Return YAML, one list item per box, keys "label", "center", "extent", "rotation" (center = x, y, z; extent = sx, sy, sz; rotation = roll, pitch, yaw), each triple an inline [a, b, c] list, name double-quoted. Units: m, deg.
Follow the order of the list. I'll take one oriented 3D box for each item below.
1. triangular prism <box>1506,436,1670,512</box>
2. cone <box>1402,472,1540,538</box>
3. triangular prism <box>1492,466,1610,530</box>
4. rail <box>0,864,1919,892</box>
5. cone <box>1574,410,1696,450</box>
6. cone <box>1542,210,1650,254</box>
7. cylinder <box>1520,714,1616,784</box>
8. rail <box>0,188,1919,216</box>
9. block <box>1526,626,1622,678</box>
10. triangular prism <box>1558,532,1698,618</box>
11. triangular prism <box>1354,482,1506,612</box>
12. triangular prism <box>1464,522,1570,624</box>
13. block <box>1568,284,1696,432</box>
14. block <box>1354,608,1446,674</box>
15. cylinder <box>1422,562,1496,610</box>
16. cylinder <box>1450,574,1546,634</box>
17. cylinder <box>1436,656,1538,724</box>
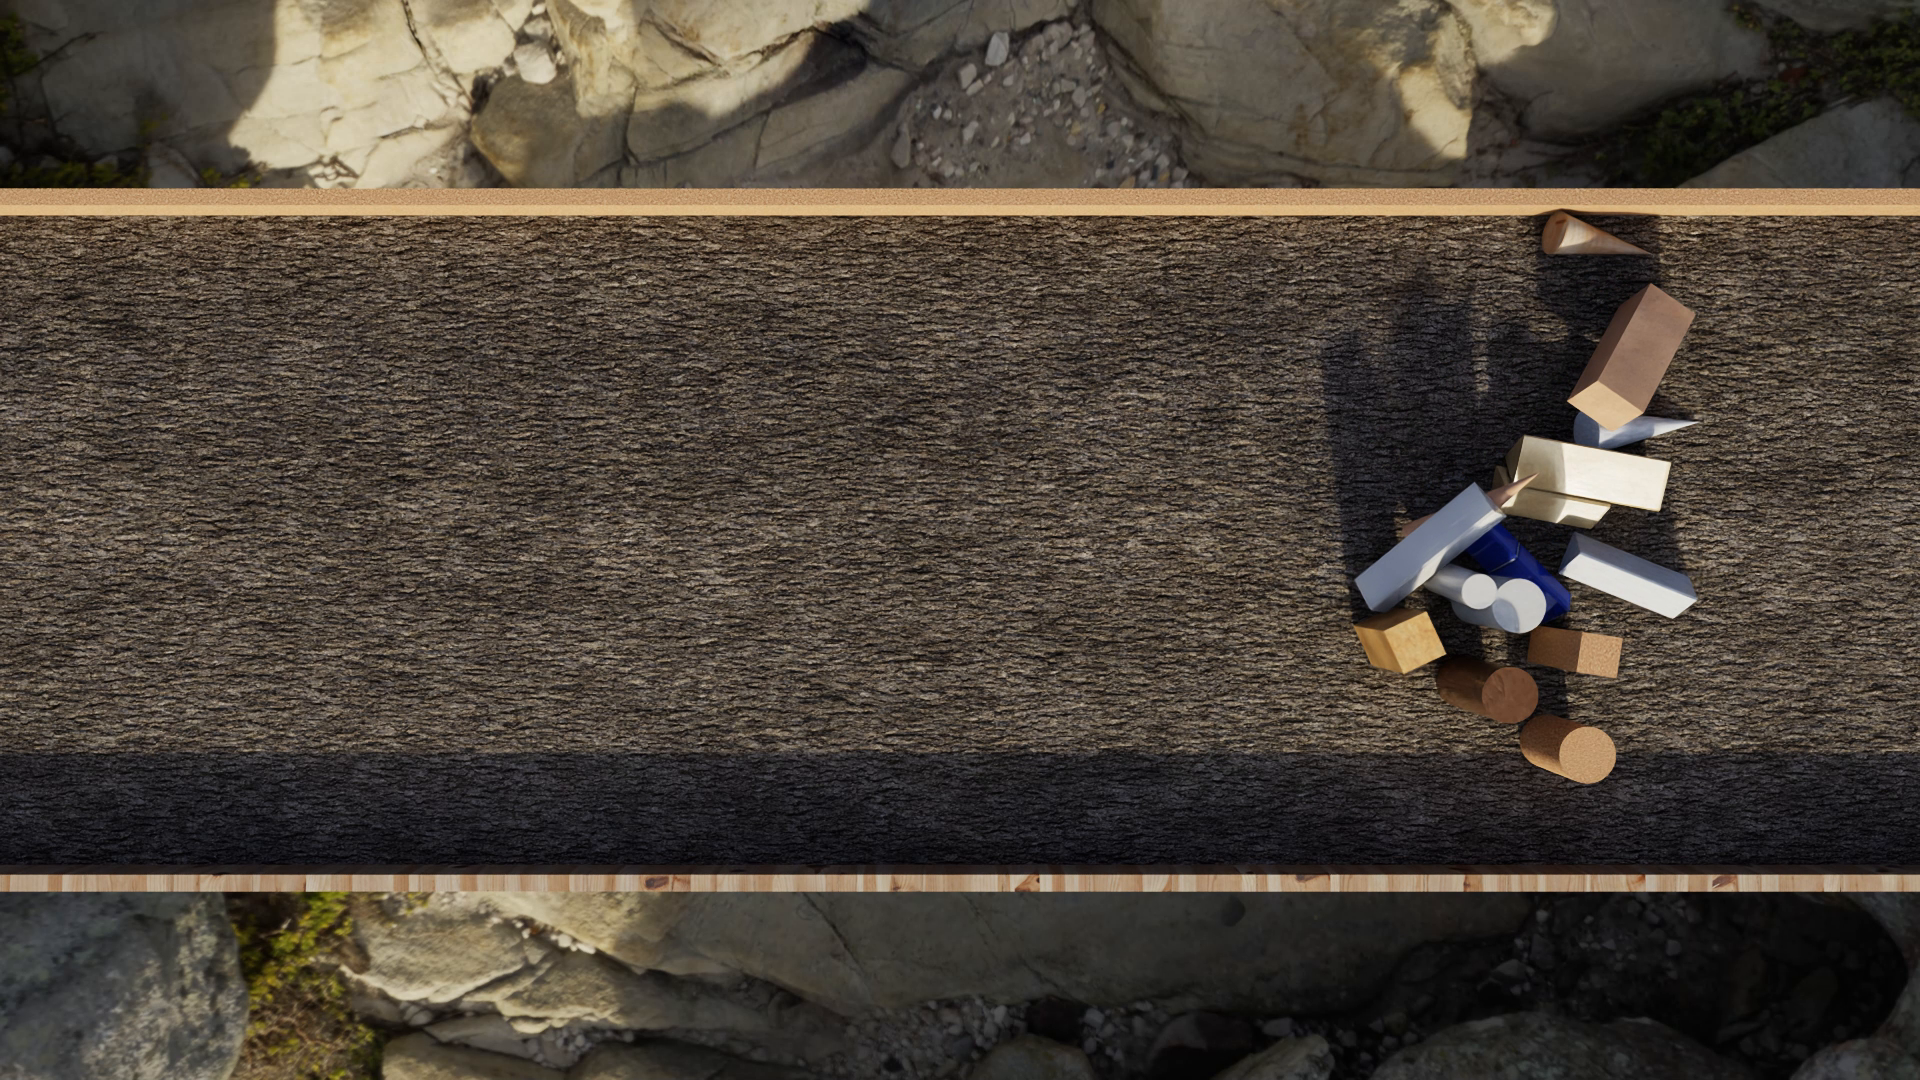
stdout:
- label: "triangular prism"
  center: [1.899, -0.223, 4.977]
  extent: [0.447, 0.152, 0.132]
  rotation: [10, 128, 0]
- label: "cone"
  center: [1.540, -0.091, 4.900]
  extent: [0.428, 0.153, 0.153]
  rotation: [-36, 90, 31]
- label: "triangular prism"
  center: [1.795, -0.131, 5.013]
  extent: [0.323, 0.120, 0.139]
  rotation: [10, 90, 0]
- label: "rail"
  center: [-2.247, 1.025, 5.001]
  extent: [12.000, 0.150, 0.050]
  rotation: [0, 90, 0]
- label: "cone"
  center: [2.090, -0.344, 5.041]
  extent: [0.386, 0.143, 0.143]
  rotation: [-6, 90, -11]
- label: "cone"
  center: [1.969, -0.907, 5.043]
  extent: [0.339, 0.133, 0.133]
  rotation: [9, 90, -11]
- label: "cylinder"
  center: [1.805, 0.619, 4.909]
  extent: [0.164, 0.335, 0.164]
  rotation: [0, 90, 0]
- label: "rail"
  center: [-2.247, -1.025, 5.002]
  extent: [12.000, 0.150, 0.050]
  rotation: [0, 90, 0]
- label: "block"
  center: [1.810, 0.326, 4.871]
  extent: [0.115, 0.410, 0.115]
  rotation: [9, 90, 0]
- label: "triangular prism"
  center: [2.040, 0.108, 5.015]
  extent: [0.380, 0.117, 0.135]
  rotation: [22, 90, 0]
- label: "triangular prism"
  center: [1.388, 0.043, 4.870]
  extent: [0.139, 0.121, 0.459]
  rotation: [46, 112, -4]
- label: "triangular prism"
  center: [1.686, 0.068, 5.016]
  extent: [0.132, 0.114, 0.414]
  rotation: [-45, 90, 0]
- label: "block"
  center: [2.007, -0.545, 4.932]
  extent: [0.163, 0.163, 0.396]
  rotation: [35, 70, 0]
- label: "block"
  center: [1.299, 0.294, 4.889]
  extent: [0.134, 0.373, 0.134]
  rotation: [-25, 89, 0]
- label: "cylinder"
  center: [1.474, 0.129, 4.884]
  extent: [0.102, 0.378, 0.102]
  rotation: [0, 95, -1]
- label: "cylinder"
  center: [1.593, 0.184, 4.895]
  extent: [0.157, 0.355, 0.157]
  rotation: [0, 91, -2]
- label: "cylinder"
  center: [1.544, 0.436, 4.853]
  extent: [0.159, 0.447, 0.159]
  rotation: [0, 90, 0]
